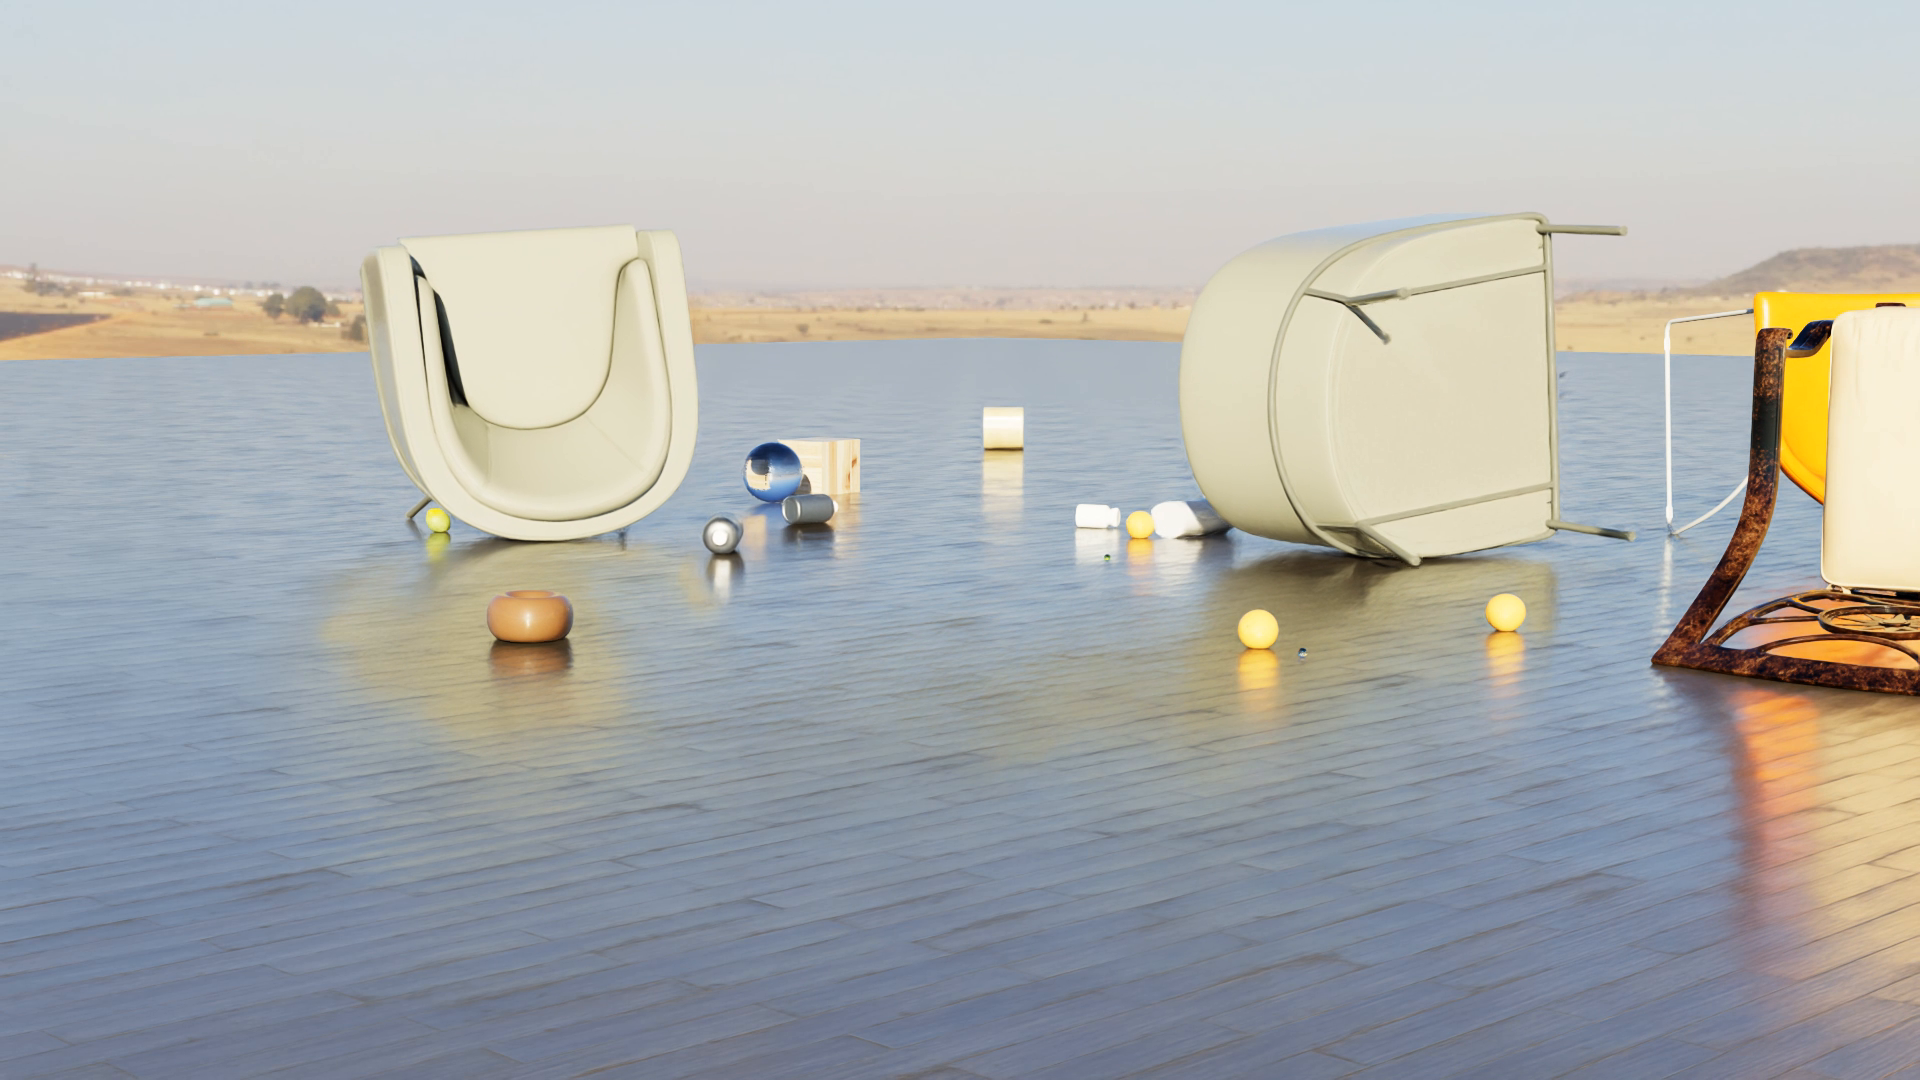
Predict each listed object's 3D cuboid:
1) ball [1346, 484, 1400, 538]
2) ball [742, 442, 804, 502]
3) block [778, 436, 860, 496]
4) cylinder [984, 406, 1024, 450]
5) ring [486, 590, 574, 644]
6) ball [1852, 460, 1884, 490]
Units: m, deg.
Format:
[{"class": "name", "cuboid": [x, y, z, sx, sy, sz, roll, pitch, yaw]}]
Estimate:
[{"class": "ball", "cuboid": [1.041, -0.073, 6.470, 0.134, 0.134, 0.134, 0, 6, 0]}, {"class": "ball", "cuboid": [-0.545, -0.197, 7.461, 0.177, 0.177, 0.177, 0, 6, 0]}, {"class": "block", "cuboid": [-0.428, -0.225, 7.811, 0.165, 0.161, 0.190, 4, 7, 34]}, {"class": "cylinder", "cuboid": [0.166, -0.424, 9.732, 0.148, 0.180, 0.128, 0, 42, 2]}, {"class": "ring", "cuboid": [-0.784, 0.139, 4.677, 0.157, 0.082, 0.213, 0, 5, -12]}, {"class": "ball", "cuboid": [2.808, -0.202, 7.932, 0.092, 0.092, 0.092, 0, 6, 0]}]
